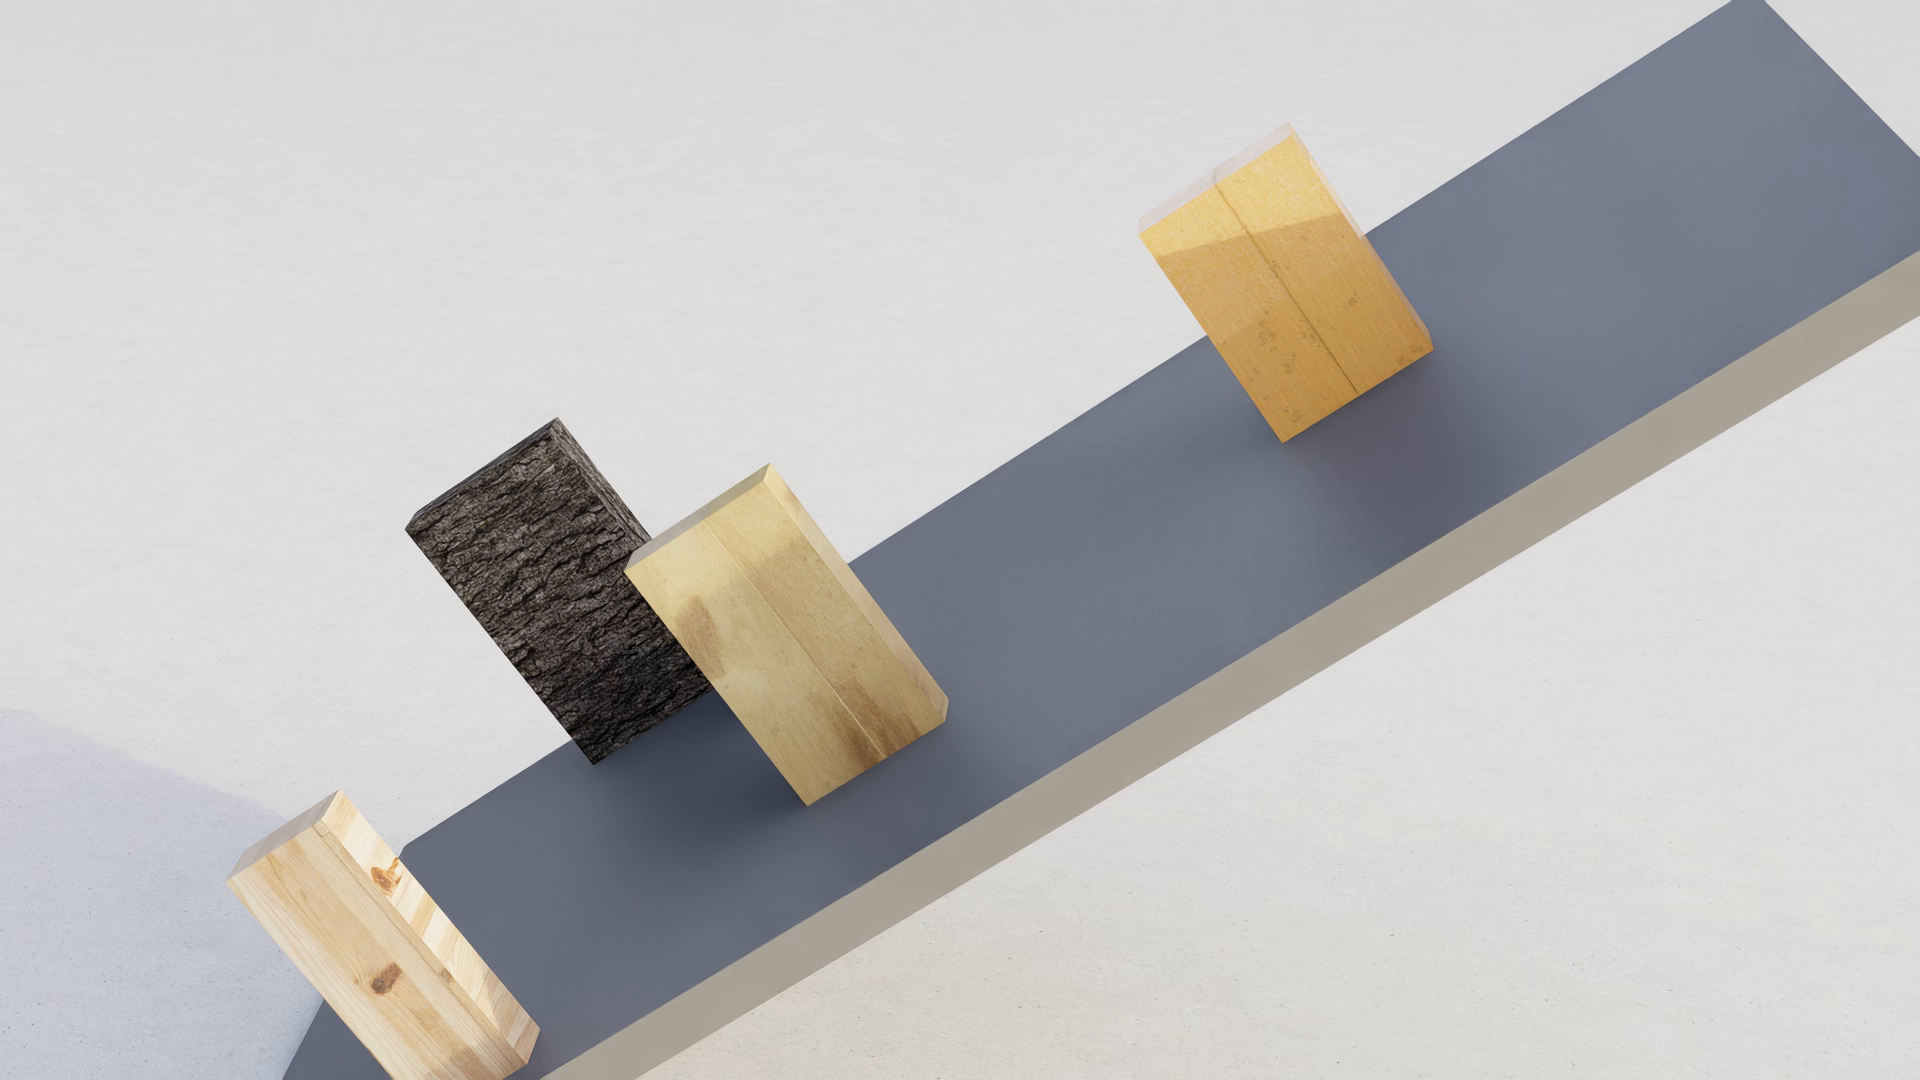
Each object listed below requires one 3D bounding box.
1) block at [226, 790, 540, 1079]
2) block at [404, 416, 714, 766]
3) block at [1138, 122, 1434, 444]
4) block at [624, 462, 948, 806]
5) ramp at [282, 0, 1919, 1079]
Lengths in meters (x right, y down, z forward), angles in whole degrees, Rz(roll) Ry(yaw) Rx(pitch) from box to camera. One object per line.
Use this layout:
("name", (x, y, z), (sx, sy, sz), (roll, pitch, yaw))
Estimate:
("block", (-1.124, 0.816, 5.754), (0.244, 0.636, 0.134), (-32, 16, 15))
("block", (-0.935, 0.130, 7.156), (0.442, 0.749, 0.119), (-32, 16, 15))
("block", (0.664, -0.524, 6.005), (0.364, 0.535, 0.128), (-32, 16, 15))
("block", (-0.345, 0.194, 5.924), (0.345, 0.619, 0.109), (-32, 16, 15))
("ramp", (0.136, 0.174, 6.305), (4.000, 0.100, 2.000), (-32, 16, 15))
